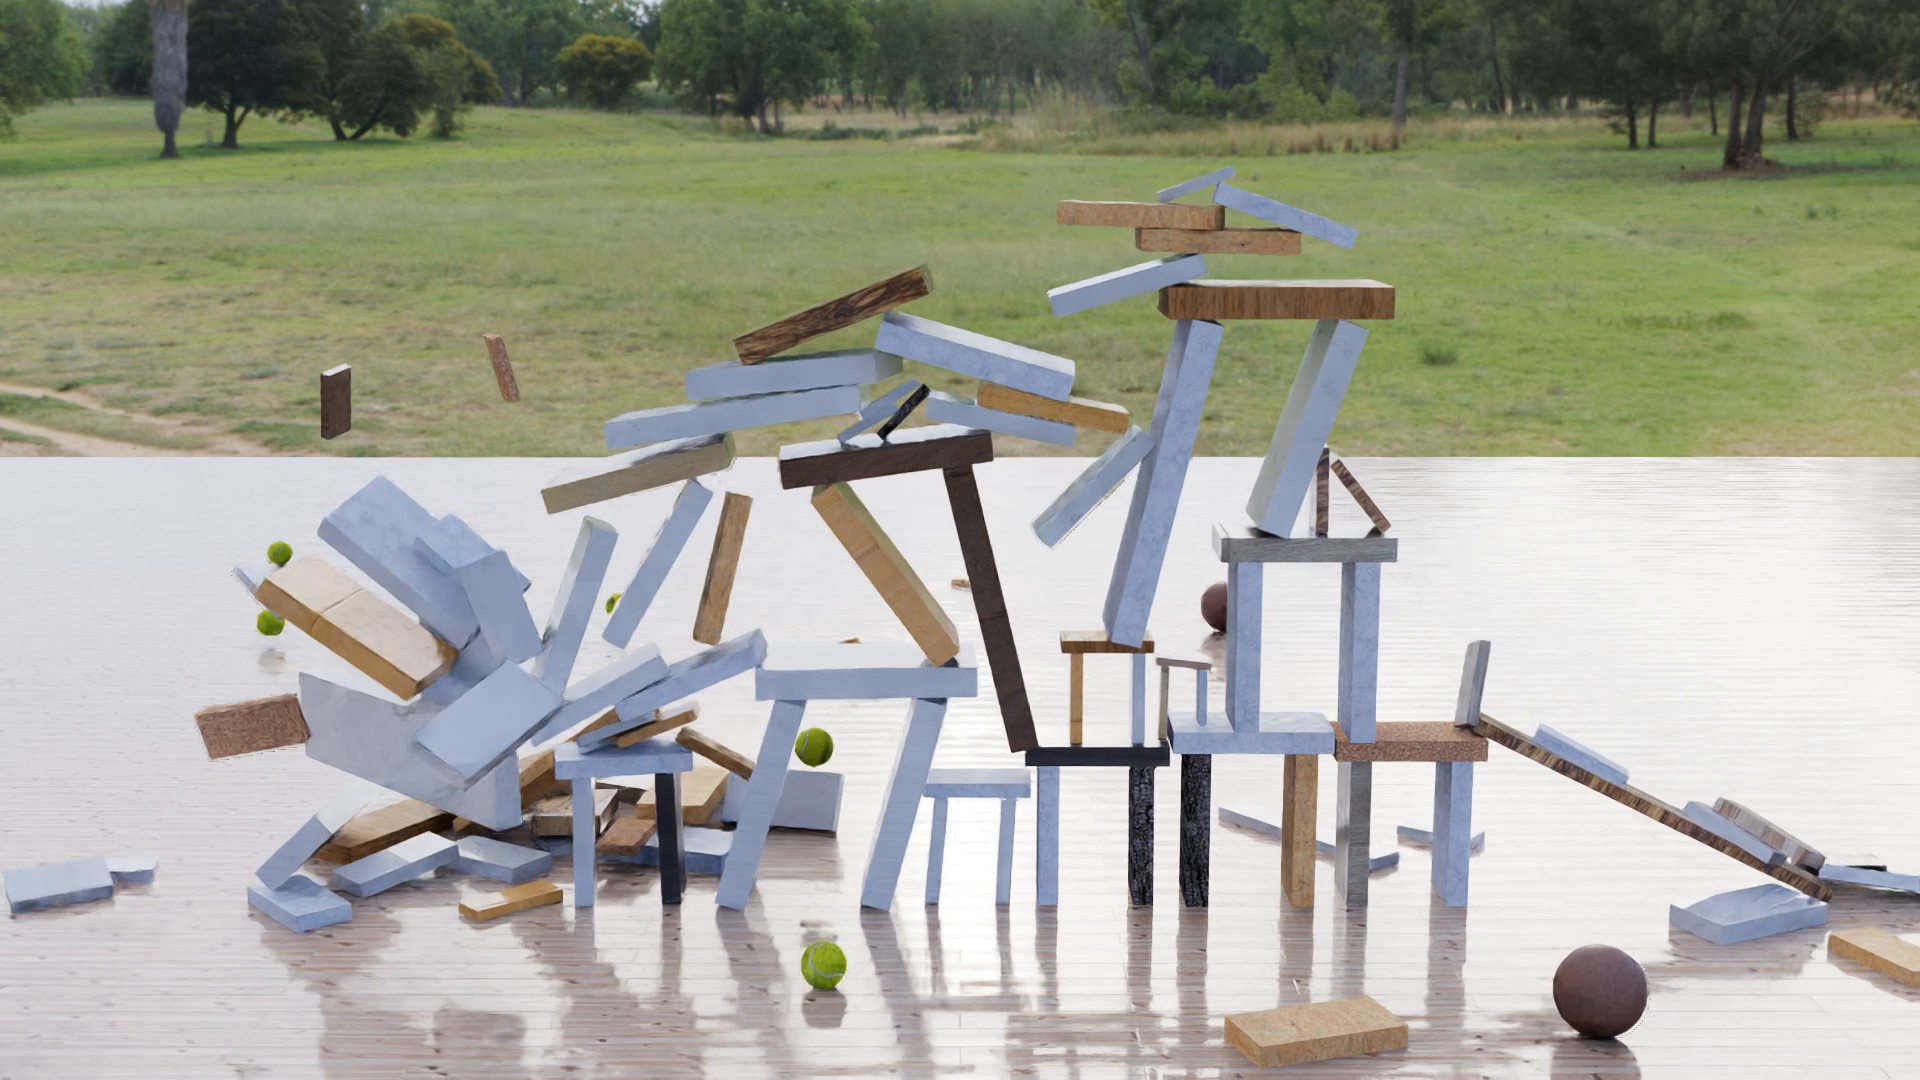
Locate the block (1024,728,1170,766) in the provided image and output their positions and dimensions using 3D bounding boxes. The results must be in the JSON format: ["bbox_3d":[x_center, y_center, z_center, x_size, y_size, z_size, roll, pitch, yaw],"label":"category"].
[{"bbox_3d":[0.223,0.341,3.626,0.236,0.033,0.118,0,11,0],"label":"block"}]

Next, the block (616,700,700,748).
[{"bbox_3d":[-0.499,0.304,3.641,0.137,0.019,0.068,-21,10,1],"label":"block"}]

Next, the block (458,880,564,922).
[{"bbox_3d":[-0.737,0.592,3.612,0.159,0.017,0.061,-9,14,-41],"label":"block"}]

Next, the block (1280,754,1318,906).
[{"bbox_3d":[0.562,0.462,3.646,0.037,0.260,0.130,0,11,0],"label":"block"}]

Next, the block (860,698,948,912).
[{"bbox_3d":[-0.092,0.414,3.641,0.050,0.356,0.178,15,10,-3],"label":"block"}]

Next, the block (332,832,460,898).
[{"bbox_3d":[-0.957,0.551,3.733,0.188,0.027,0.094,-21,22,-40],"label":"block"}]

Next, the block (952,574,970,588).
[{"bbox_3d":[0.037,0.111,6.199,0.063,0.018,0.125,7,12,32],"label":"block"}]

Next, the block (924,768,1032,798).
[{"bbox_3d":[0.029,0.402,3.639,0.176,0.025,0.088,0,11,0],"label":"block"}]

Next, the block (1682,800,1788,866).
[{"bbox_3d":[1.284,0.485,3.640,0.161,0.023,0.081,34,12,38],"label":"block"}]

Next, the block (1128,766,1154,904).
[{"bbox_3d":[0.300,0.473,3.651,0.033,0.236,0.118,0,10,0],"label":"block"}]

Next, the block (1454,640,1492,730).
[{"bbox_3d":[0.840,0.237,3.604,0.020,0.140,0.070,13,-10,-2],"label":"block"}]

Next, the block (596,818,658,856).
[{"bbox_3d":[-0.579,0.516,3.826,0.068,0.019,0.137,1,12,9],"label":"block"}]

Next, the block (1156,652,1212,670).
[{"bbox_3d":[0.366,0.198,3.603,0.091,0.013,0.045,6,10,3],"label":"block"}]

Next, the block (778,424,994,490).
[{"bbox_3d":[-0.120,-0.139,3.535,0.336,0.048,0.168,-8,10,-2],"label":"block"}]

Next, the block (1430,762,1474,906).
[{"bbox_3d":[0.816,0.469,3.647,0.035,0.246,0.123,0,11,0],"label":"block"}]

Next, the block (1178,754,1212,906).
[{"bbox_3d":[0.390,0.462,3.646,0.037,0.260,0.130,0,11,0],"label":"block"}]

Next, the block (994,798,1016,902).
[{"bbox_3d":[0.075,0.502,3.657,0.025,0.176,0.088,3,11,-1],"label":"block"}]

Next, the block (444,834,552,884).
[{"bbox_3d":[-0.808,0.551,3.805,0.188,0.027,0.094,7,12,32],"label":"block"}]

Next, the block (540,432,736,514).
[{"bbox_3d":[-0.513,-0.113,3.529,0.296,0.042,0.148,-14,14,2],"label":"block"}]

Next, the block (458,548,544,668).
[{"bbox_3d":[-0.721,0.110,3.458,0.025,0.175,0.088,-16,8,33],"label":"block"}]

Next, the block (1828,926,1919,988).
[{"bbox_3d":[1.423,0.635,3.359,0.086,0.024,0.173,-4,11,-21],"label":"block"}]

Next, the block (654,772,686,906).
[{"bbox_3d":[-0.480,0.481,3.649,0.031,0.220,0.110,-2,11,-2],"label":"block"}]

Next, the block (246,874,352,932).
[{"bbox_3d":[-1.079,0.591,3.588,0.094,0.027,0.188,-9,14,-40],"label":"block"}]

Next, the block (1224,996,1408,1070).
[{"bbox_3d":[0.496,0.685,3.068,0.227,0.032,0.113,-4,11,-19],"label":"block"}]

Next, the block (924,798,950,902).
[{"bbox_3d":[-0.039,0.502,3.657,0.025,0.176,0.088,5,10,-1],"label":"block"}]

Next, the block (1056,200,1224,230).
[{"bbox_3d":[0.286,-0.512,3.462,0.247,0.035,0.123,4,10,13],"label":"block"}]

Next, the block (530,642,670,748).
[{"bbox_3d":[-0.594,0.249,3.578,0.246,0.035,0.123,-29,13,-8],"label":"block"}]

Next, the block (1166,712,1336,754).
[{"bbox_3d":[0.475,0.317,3.616,0.260,0.037,0.130,0,11,0],"label":"block"}]

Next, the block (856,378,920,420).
[{"bbox_3d":[-0.116,-0.226,3.526,0.107,0.015,0.054,-31,6,-5],"label":"block"}]

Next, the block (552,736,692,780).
[{"bbox_3d":[-0.556,0.358,3.623,0.220,0.031,0.110,-2,11,-12],"label":"block"}]

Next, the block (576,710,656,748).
[{"bbox_3d":[-0.564,0.309,3.607,0.122,0.017,0.061,-20,-2,6],"label":"block"}]

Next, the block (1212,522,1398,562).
[{"bbox_3d":[0.555,0.004,3.558,0.280,0.040,0.140,0,11,0],"label":"block"}]

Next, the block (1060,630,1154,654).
[{"bbox_3d":[0.240,0.166,3.593,0.150,0.021,0.075,0,11,0],"label":"block"}]

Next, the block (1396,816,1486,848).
[{"bbox_3d":[0.865,0.526,3.957,0.139,0.020,0.069,8,13,36],"label":"block"}]

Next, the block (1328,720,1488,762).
[{"bbox_3d":[0.733,0.331,3.621,0.246,0.035,0.123,0,10,0],"label":"block"}]

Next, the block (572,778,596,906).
[{"bbox_3d":[-0.622,0.483,3.641,0.031,0.221,0.110,-1,11,-7],"label":"block"}]

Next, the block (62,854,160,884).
[{"bbox_3d":[-1.453,0.565,3.744,0.159,0.023,0.080,-2,11,-12],"label":"block"}]

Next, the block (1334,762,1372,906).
[{"bbox_3d":[0.652,0.469,3.647,0.035,0.246,0.123,0,11,0],"label":"block"}]

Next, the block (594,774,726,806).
[{"bbox_3d":[-0.567,0.475,4.194,0.237,0.034,0.118,5,12,25],"label":"block"}]

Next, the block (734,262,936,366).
[{"bbox_3d":[-0.199,-0.365,3.532,0.316,0.045,0.158,-20,9,7],"label":"block"}]

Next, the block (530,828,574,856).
[{"bbox_3d":[-0.720,0.534,3.923,0.061,0.017,0.122,-5,12,-27],"label":"block"}]

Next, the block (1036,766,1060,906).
[{"bbox_3d":[0.145,0.473,3.651,0.033,0.236,0.118,0,11,0],"label":"block"}]

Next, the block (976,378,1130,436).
[{"bbox_3d":[0.147,-0.215,3.529,0.238,0.034,0.119,11,9,-3],"label":"block"}]

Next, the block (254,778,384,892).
[{"bbox_3d":[-1.070,0.480,3.726,0.150,0.043,0.301,-42,5,13],"label":"block"}]

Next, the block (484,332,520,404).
[{"bbox_3d":[-0.743,-0.280,3.569,0.016,0.110,0.055,-22,22,-22],"label":"block"}]

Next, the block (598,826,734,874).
[{"bbox_3d":[-0.498,0.537,3.859,0.241,0.034,0.121,4,11,21],"label":"block"}]

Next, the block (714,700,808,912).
[{"bbox_3d":[-0.325,0.415,3.640,0.050,0.356,0.178,17,10,-3],"label":"block"}]

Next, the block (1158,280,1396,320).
[{"bbox_3d":[0.498,-0.382,3.490,0.350,0.050,0.175,0,10,-1],"label":"block"}]

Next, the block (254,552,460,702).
[{"bbox_3d":[-0.967,0.137,3.534,0.295,0.042,0.148,34,20,3],"label":"block"}]

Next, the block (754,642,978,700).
[{"bbox_3d":[-0.152,0.214,3.605,0.356,0.050,0.178,-1,11,-2],"label":"block"}]
